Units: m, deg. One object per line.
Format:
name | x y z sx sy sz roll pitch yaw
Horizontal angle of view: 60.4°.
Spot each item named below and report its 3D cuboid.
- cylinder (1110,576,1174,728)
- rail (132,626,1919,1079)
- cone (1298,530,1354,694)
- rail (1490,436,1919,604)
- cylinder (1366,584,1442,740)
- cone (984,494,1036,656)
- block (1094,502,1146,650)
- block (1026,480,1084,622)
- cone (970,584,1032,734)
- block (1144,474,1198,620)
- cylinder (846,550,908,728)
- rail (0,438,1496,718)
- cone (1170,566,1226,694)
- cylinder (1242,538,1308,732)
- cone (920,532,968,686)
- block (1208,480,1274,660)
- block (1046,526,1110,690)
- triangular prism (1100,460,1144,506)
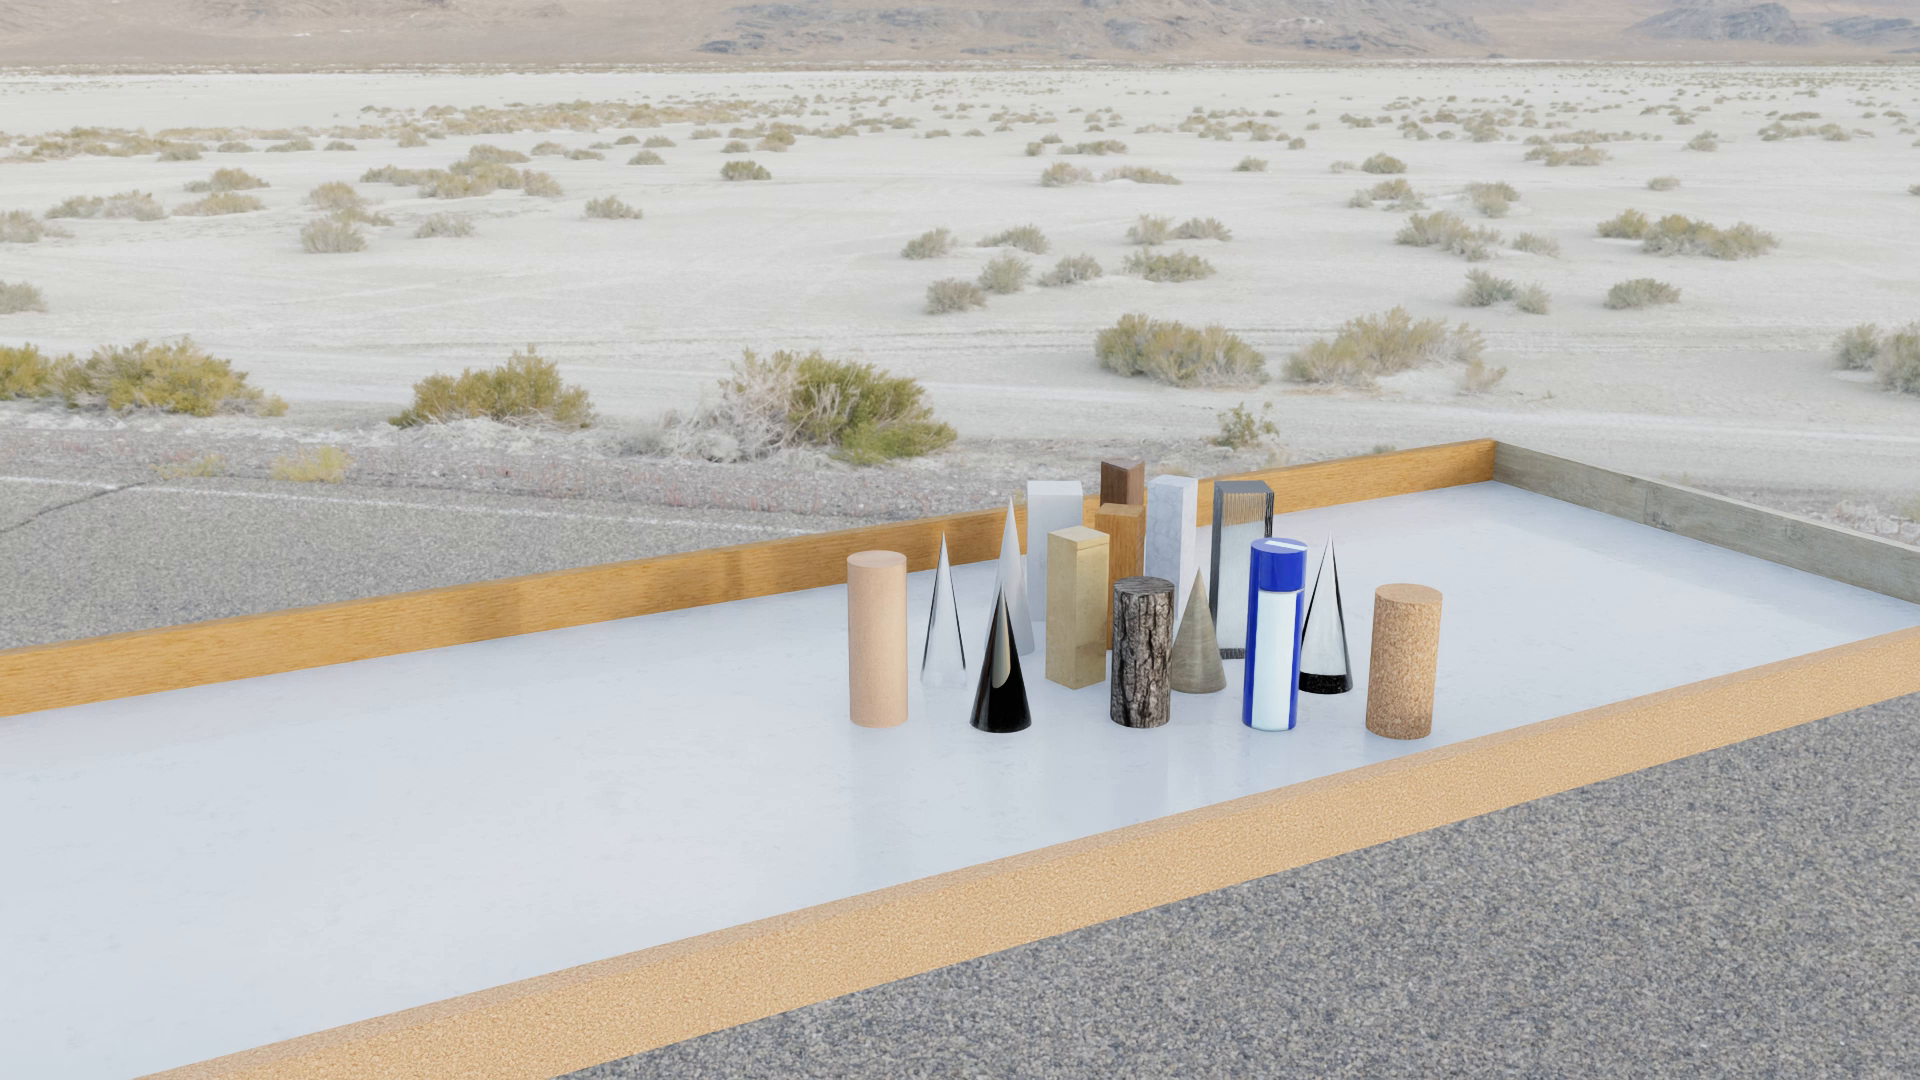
cylinder | 0.428 0.263 3.876 0.141 0.329 0.141 0 16 0
rail | -2.336 1.006 1.665 12.000 0.150 0.050 -9 18 -27
cone | 0.905 0.166 4.080 0.160 0.401 0.160 0 16 0
rail | 2.466 -0.048 5.253 0.050 0.150 2.100 -9 18 -27
cylinder | 1.026 0.280 3.816 0.150 0.331 0.150 0 16 0
cone | 0.131 0.082 4.318 0.137 0.426 0.137 0 16 0
block | 0.420 0.099 4.362 0.111 0.371 0.111 5 17 17
block | 0.261 0.031 4.603 0.149 0.365 0.149 0 16 1
cone | 0.097 0.260 3.850 0.148 0.350 0.148 0 16 0
block | 0.589 0.019 4.611 0.105 0.383 0.105 9 19 29
cylinder | -0.192 0.232 3.867 0.138 0.394 0.138 0 16 0
rail | -3.305 0.497 3.399 12.000 0.150 0.050 -9 18 -27
cone | 0.588 0.209 4.097 0.162 0.308 0.162 0 16 0
cylinder | 0.730 0.220 3.836 0.128 0.434 0.128 0 16 0
cone | -0.041 0.161 4.112 0.123 0.391 0.123 0 16 0
block | 0.729 0.078 4.297 0.128 0.447 0.128 -1 16 -3
block | 0.291 0.168 4.105 0.107 0.383 0.107 -13 21 -37
triangular prism | 0.494 -0.047 4.857 0.109 0.372 0.126 -11 19 -32
